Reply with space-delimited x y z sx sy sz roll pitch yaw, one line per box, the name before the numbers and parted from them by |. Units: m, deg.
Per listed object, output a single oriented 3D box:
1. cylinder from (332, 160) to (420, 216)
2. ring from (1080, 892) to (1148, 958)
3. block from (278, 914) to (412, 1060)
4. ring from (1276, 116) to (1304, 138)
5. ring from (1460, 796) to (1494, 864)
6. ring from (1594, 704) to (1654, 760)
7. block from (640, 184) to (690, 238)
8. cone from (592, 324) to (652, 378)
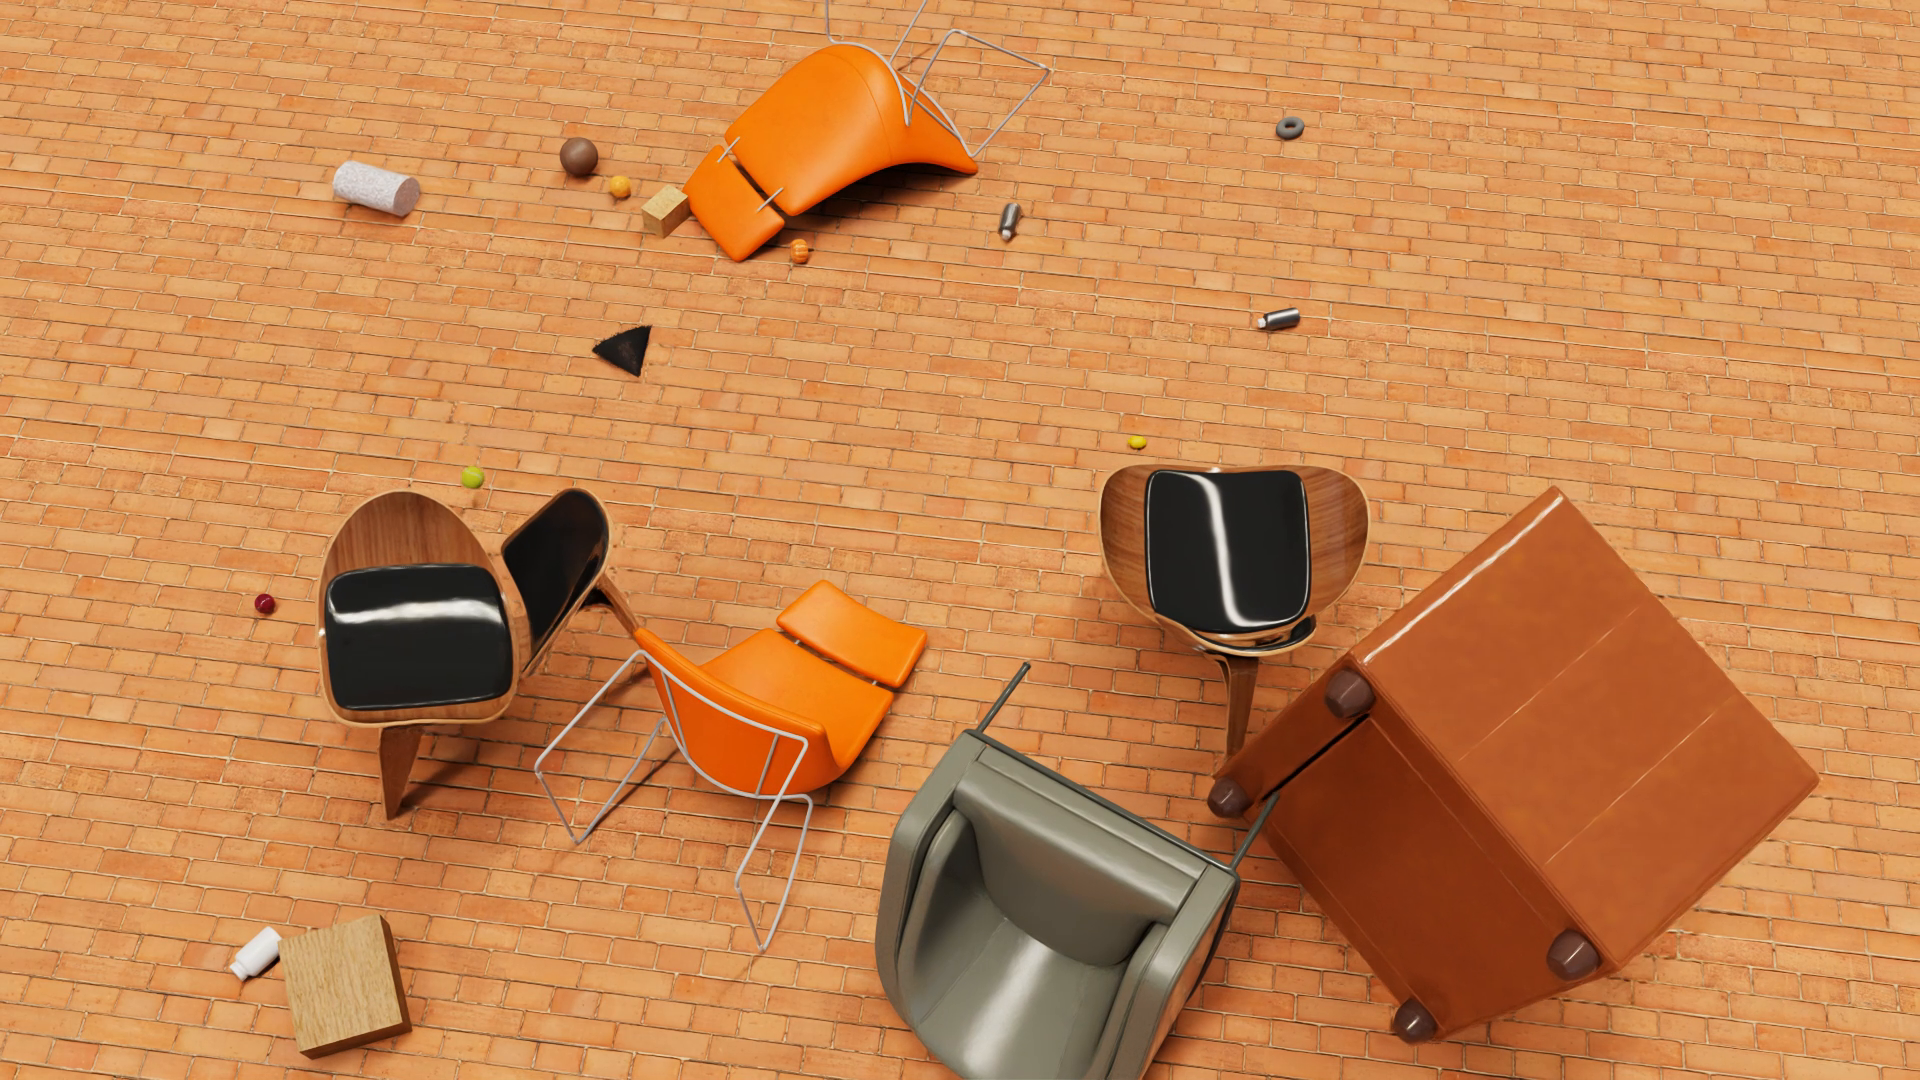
cylinder | -1.930 -1.164 7.271 0.225 0.127 0.169 17 27 11
ring | 0.409 1.024 5.855 0.171 0.053 0.200 -30 62 -20
block | -1.583 1.151 5.665 0.261 0.162 0.289 -14 72 -10
ring | 1.125 -1.405 7.495 0.107 0.037 0.083 -29 59 -19
ring | 1.413 0.791 6.009 0.095 0.057 0.213 10 56 8
ring | 1.868 0.538 6.180 0.217 0.056 0.125 -36 64 -21
block | -0.968 -1.082 7.244 0.088 0.093 0.134 33 62 20
cone | -1.039 -0.573 6.929 0.206 0.096 0.144 -24 79 -5
